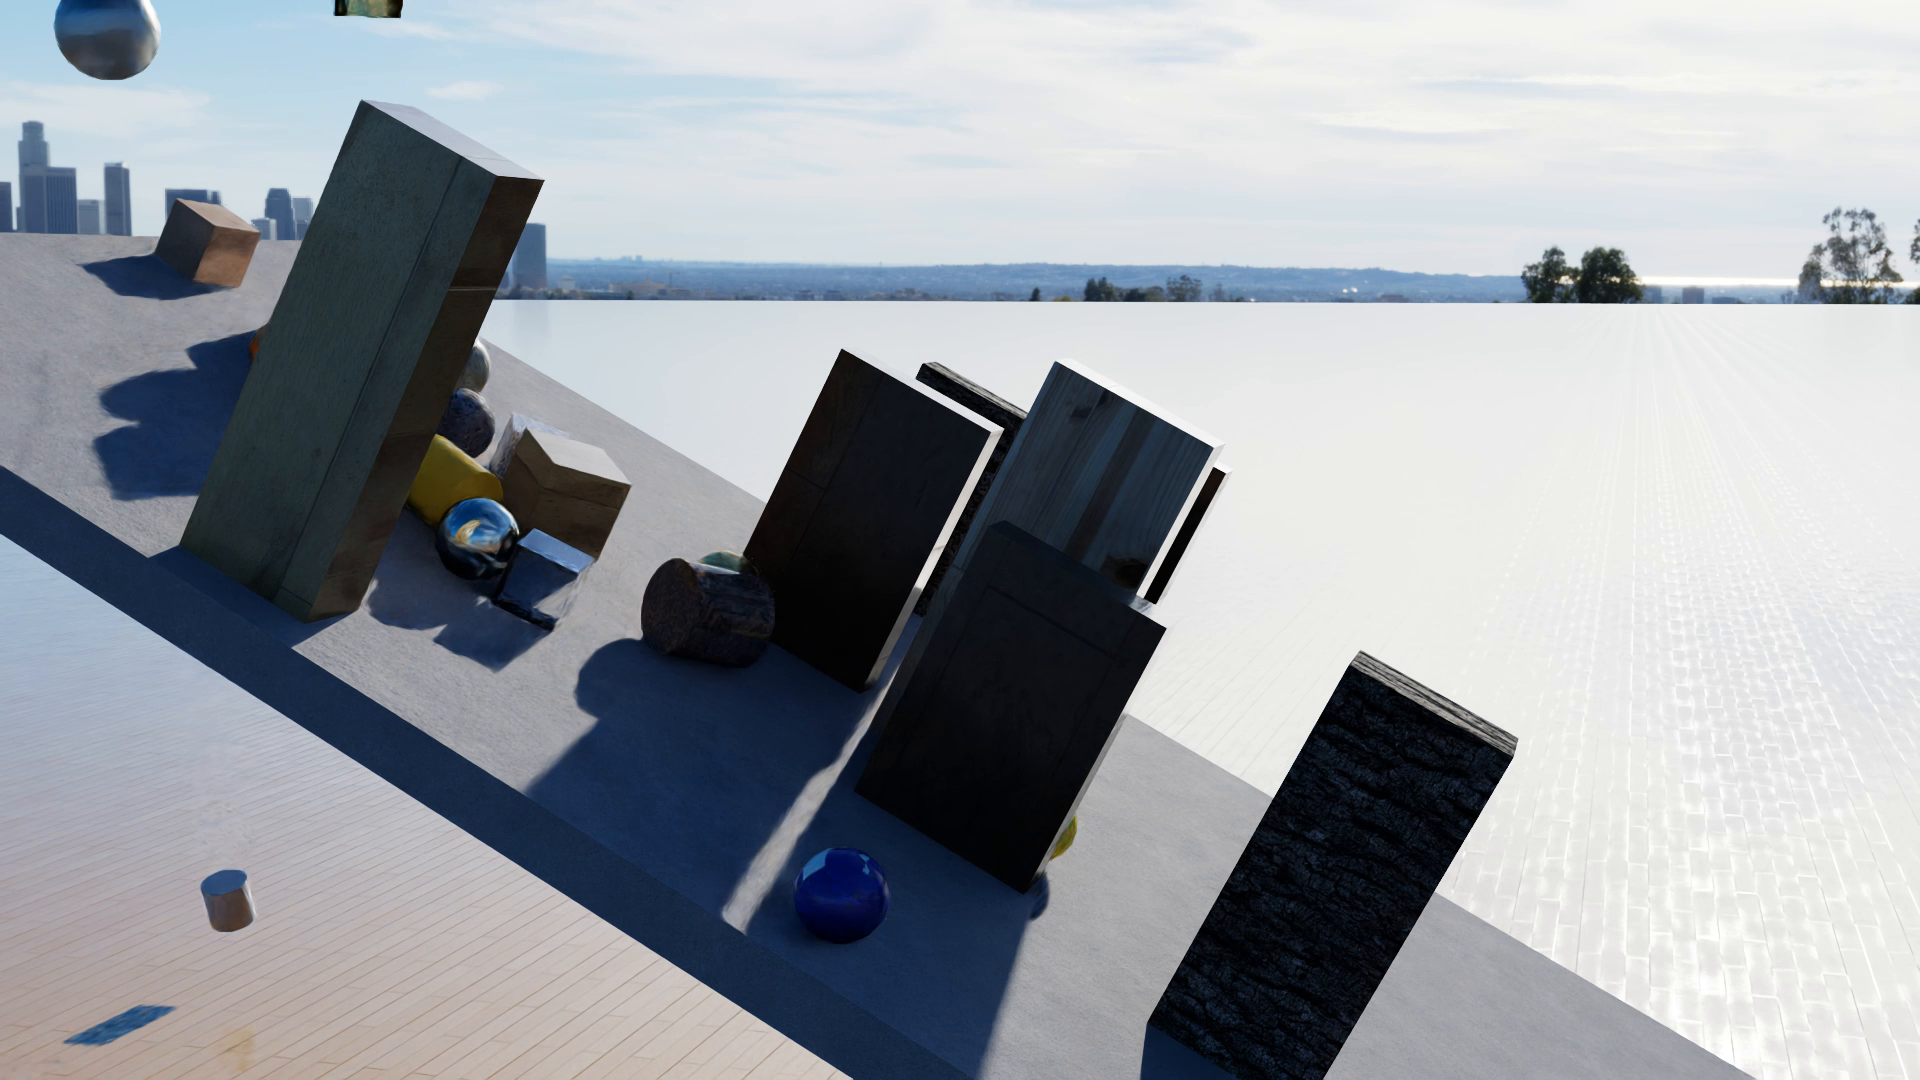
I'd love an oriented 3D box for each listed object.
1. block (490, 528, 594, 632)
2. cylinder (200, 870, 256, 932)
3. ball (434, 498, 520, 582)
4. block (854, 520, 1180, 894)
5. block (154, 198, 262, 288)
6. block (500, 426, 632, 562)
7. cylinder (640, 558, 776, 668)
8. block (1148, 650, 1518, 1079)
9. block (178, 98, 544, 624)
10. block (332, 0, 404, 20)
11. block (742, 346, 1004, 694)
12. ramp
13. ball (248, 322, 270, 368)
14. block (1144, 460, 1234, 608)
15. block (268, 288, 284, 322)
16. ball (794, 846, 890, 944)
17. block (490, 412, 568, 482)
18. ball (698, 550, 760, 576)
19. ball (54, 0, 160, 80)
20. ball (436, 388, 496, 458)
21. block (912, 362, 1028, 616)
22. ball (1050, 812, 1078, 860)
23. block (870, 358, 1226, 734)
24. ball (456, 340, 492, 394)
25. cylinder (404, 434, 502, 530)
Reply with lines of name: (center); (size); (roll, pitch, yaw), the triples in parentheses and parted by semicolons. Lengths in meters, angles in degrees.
block: (-0.738, 0.071, 3.891); (0.119, 0.119, 0.119); (26, 14, -2)
cylinder: (-1.931, 0.952, 5.805); (0.118, 0.118, 0.118); (-4, 26, 2)
ball: (-0.851, -0.001, 3.882); (0.148, 0.148, 0.148); (0, 7, 0)
block: (0.093, 0.285, 3.775); (0.347, 0.531, 0.104); (30, 14, 12)
block: (-1.642, -0.648, 4.800); (0.134, 0.134, 0.134); (33, 15, 24)
block: (-0.777, -0.089, 4.288); (0.171, 0.171, 0.171); (16, 17, -37)
cylinder: (-0.462, 0.136, 4.039); (0.176, 0.176, 0.176); (15, -5, -41)
block: (0.585, 0.539, 3.468); (0.279, 0.670, 0.144); (30, 14, 12)
block: (-0.933, -0.272, 3.417); (0.252, 0.768, 0.149); (30, 14, 12)
block: (-1.172, -1.127, 4.352); (0.129, 0.129, 0.129); (-2, -23, -23)
block: (-0.199, -0.039, 4.301); (0.338, 0.584, 0.087); (30, 14, 12)
ramp: (-0.229, 0.382, 4.151); (4.000, 0.100, 2.000); (30, 14, 12)
ball: (-1.325, -0.363, 4.328); (0.145, 0.145, 0.145); (0, 7, 0)
block: (0.255, 0.096, 4.415); (0.287, 0.694, 0.082); (30, 14, 12)
block: (-1.350, -0.469, 4.640); (0.147, 0.147, 0.147); (17, 21, -34)
ball: (-0.174, 0.523, 3.240); (0.142, 0.142, 0.142); (0, 7, 0)
block: (-0.878, -0.168, 4.490); (0.122, 0.122, 0.122); (22, 15, -19)
ball: (-0.456, 0.093, 4.251); (0.144, 0.144, 0.144); (0, 7, 0)
ball: (-1.663, -0.995, 4.290); (0.195, 0.195, 0.195); (0, 7, 0)
ball: (-1.010, -0.231, 4.415); (0.151, 0.151, 0.151); (0, 7, 0)
block: (-0.070, -0.115, 4.970); (0.260, 0.509, 0.101); (30, 14, 12)
ball: (0.144, 0.506, 3.909); (0.130, 0.130, 0.130); (0, 7, 0)
block: (0.157, 0.087, 4.086); (0.330, 0.781, 0.115); (30, 14, 12)
ball: (-1.096, -0.375, 4.772); (0.154, 0.154, 0.154); (0, 7, 0)
cylinder: (-0.947, -0.096, 4.052); (0.146, 0.146, 0.146); (34, 24, 28)
